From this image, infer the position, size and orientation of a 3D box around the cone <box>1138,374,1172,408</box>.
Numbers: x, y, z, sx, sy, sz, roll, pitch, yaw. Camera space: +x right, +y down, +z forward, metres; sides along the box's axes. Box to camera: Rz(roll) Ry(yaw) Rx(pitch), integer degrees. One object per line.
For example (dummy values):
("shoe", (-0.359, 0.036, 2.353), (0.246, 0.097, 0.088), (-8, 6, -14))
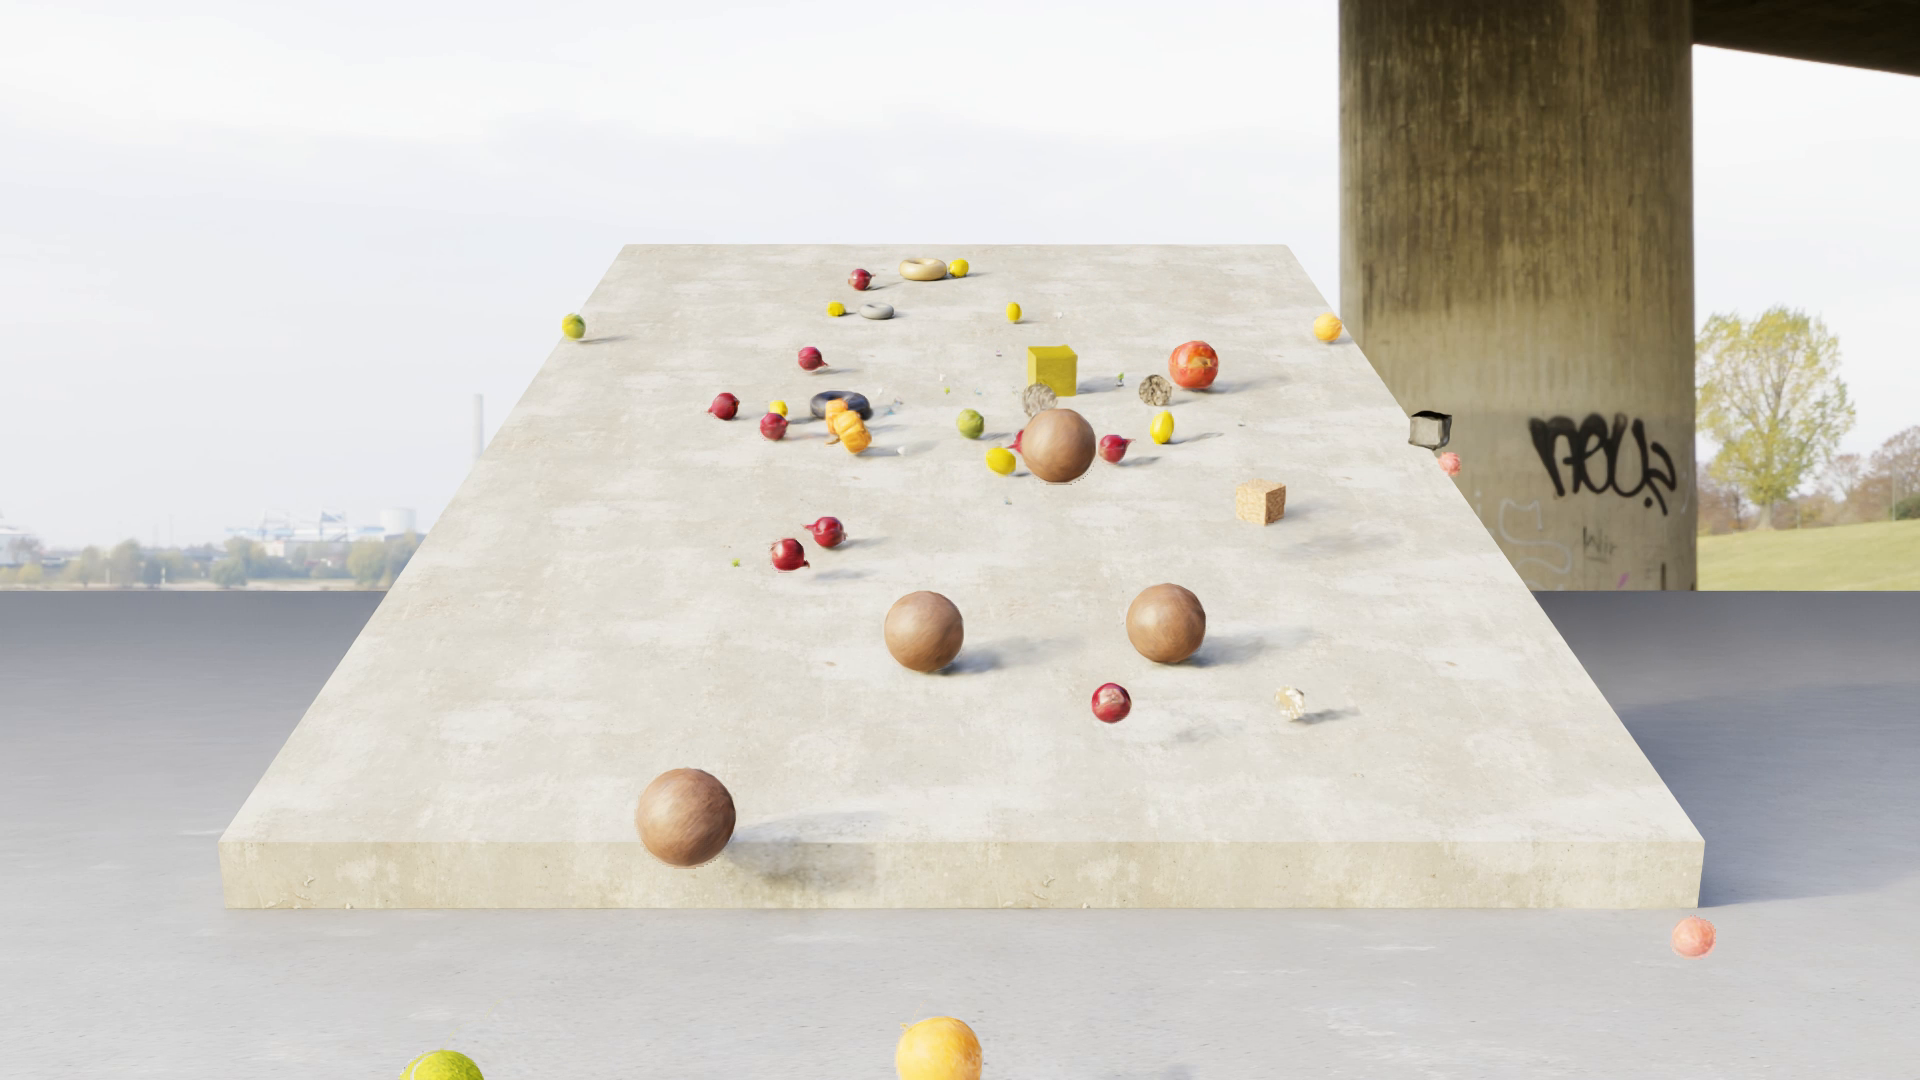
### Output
("cone", (0.439, -0.331, 5.121), (0.075, 0.075, 0.075), (0, -8, -3))

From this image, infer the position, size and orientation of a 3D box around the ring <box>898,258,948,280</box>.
("ring", (-0.104, -0.765, 6.363), (0.139, 0.046, 0.139), (1, 19, 0))

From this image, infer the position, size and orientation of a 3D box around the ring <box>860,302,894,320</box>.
("ring", (-0.218, -0.601, 5.909), (0.092, 0.031, 0.092), (1, 19, 0))

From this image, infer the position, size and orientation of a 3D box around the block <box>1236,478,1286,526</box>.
("block", (0.577, -0.073, 4.321), (0.067, 0.067, 0.067), (16, 25, 39))

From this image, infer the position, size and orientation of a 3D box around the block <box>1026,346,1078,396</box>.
("block", (0.212, -0.389, 5.192), (0.096, 0.096, 0.096), (-4, 19, -10))

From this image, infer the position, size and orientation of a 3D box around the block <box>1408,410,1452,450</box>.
("block", (1.002, -0.235, 4.797), (0.064, 0.064, 0.064), (16, 23, 35))

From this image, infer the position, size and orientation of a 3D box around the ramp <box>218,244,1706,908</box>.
("ramp", (-0.004, -0.197, 4.935), (2.000, 0.100, 4.000), (0, 19, 0))

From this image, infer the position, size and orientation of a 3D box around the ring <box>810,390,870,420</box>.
("ring", (-0.268, -0.298, 5.007), (0.136, 0.045, 0.136), (1, 19, 0))

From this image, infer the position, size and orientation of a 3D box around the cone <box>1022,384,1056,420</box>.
("cone", (0.168, -0.302, 5.030), (0.082, 0.082, 0.082), (0, -8, -10))
